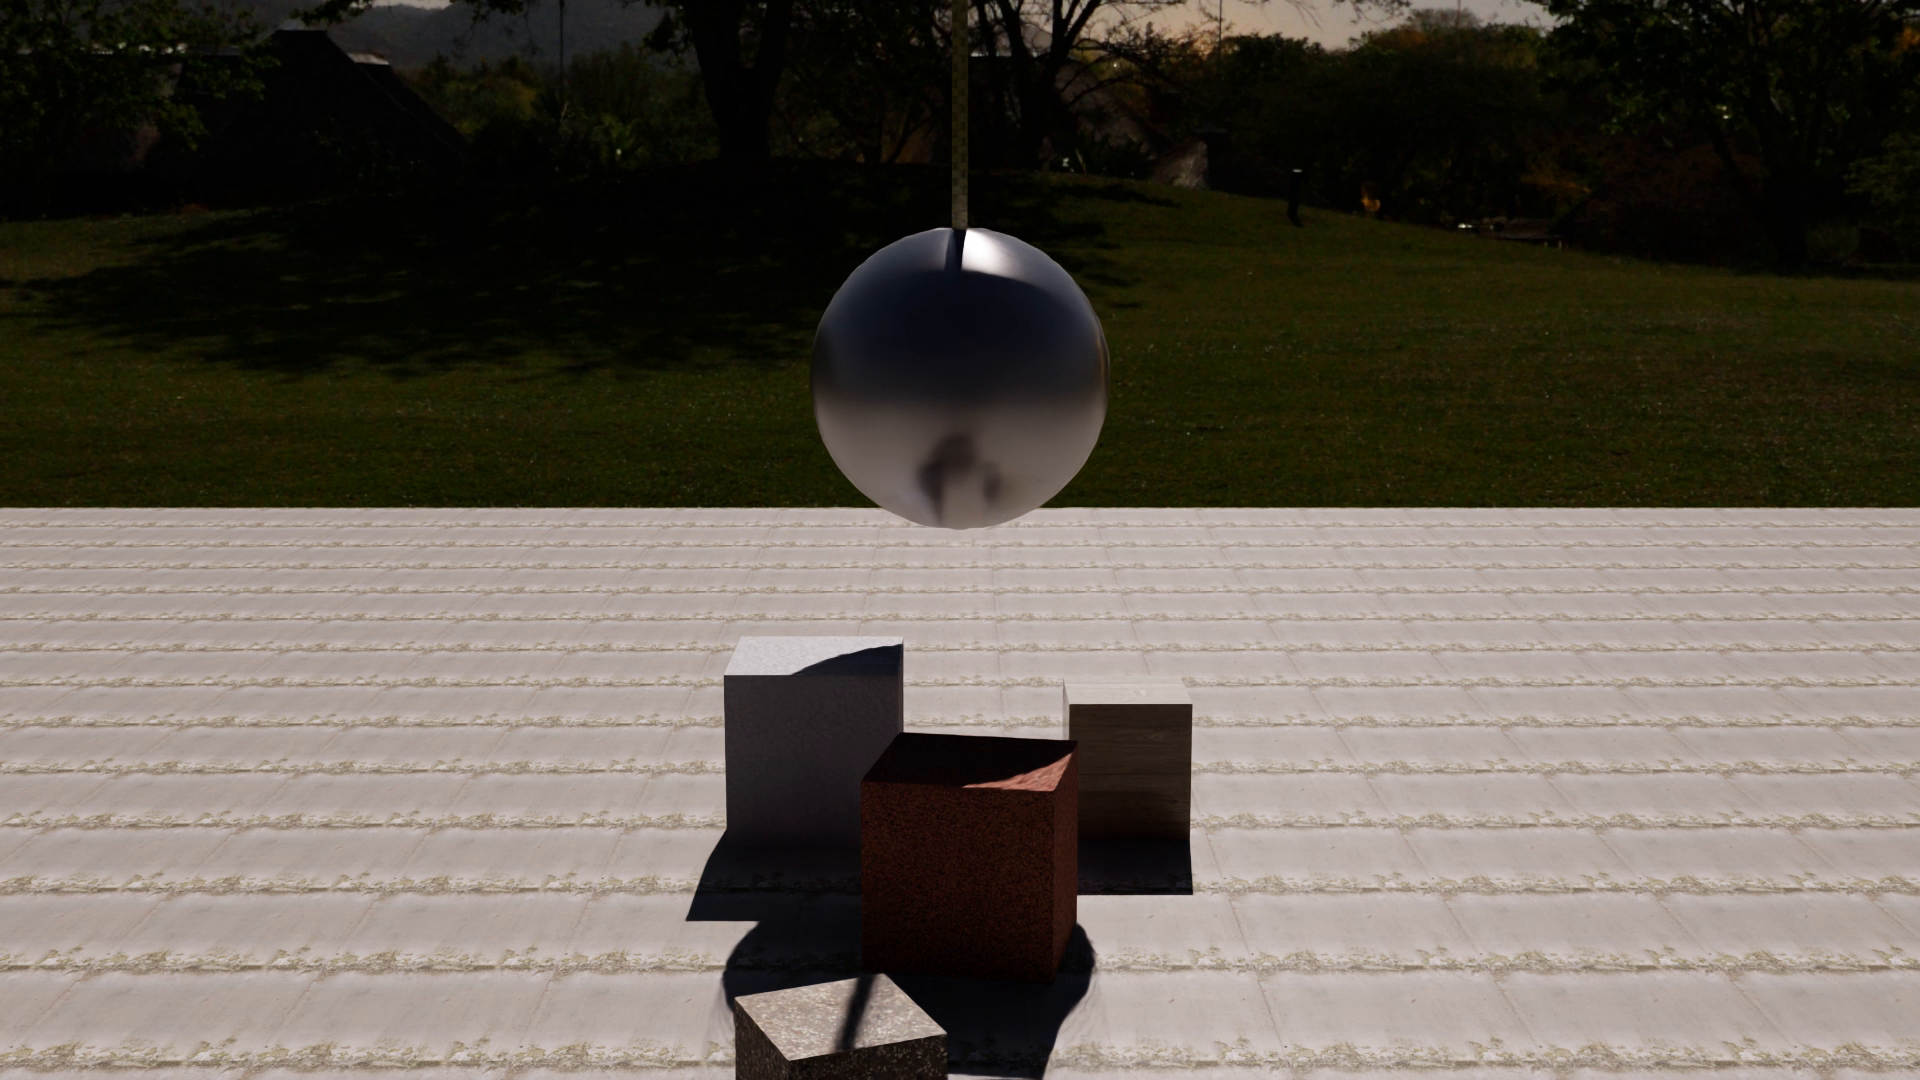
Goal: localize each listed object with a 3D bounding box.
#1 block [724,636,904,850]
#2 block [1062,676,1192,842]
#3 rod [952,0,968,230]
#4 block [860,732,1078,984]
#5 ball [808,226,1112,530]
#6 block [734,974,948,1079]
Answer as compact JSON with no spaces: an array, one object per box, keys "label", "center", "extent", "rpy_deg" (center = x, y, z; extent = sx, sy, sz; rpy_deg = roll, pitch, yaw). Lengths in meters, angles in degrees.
[{"label":"block","center":[-0.735,1.033,11.363],"extent":[0.863,0.901,0.858],"rpy_deg":[0,10,0]},{"label":"block","center":[0.856,1.123,11.386],"extent":[0.619,0.717,0.588],"rpy_deg":[0,10,0]},{"label":"rod","center":[0.000,-4.117,10.711],"extent":[0.080,5.200,0.080],"rpy_deg":[0,16,0]},{"label":"block","center":[0.057,1.374,9.646],"extent":[0.822,0.845,0.796],"rpy_deg":[2,10,10]},{"label":"ball","center":[0.000,-0.855,11.668],"extent":[1.600,1.600,1.600],"rpy_deg":[0,10,0]},{"label":"block","center":[-0.413,1.897,7.532],"extent":[0.559,0.572,0.580],"rpy_deg":[-4,11,-23]}]
